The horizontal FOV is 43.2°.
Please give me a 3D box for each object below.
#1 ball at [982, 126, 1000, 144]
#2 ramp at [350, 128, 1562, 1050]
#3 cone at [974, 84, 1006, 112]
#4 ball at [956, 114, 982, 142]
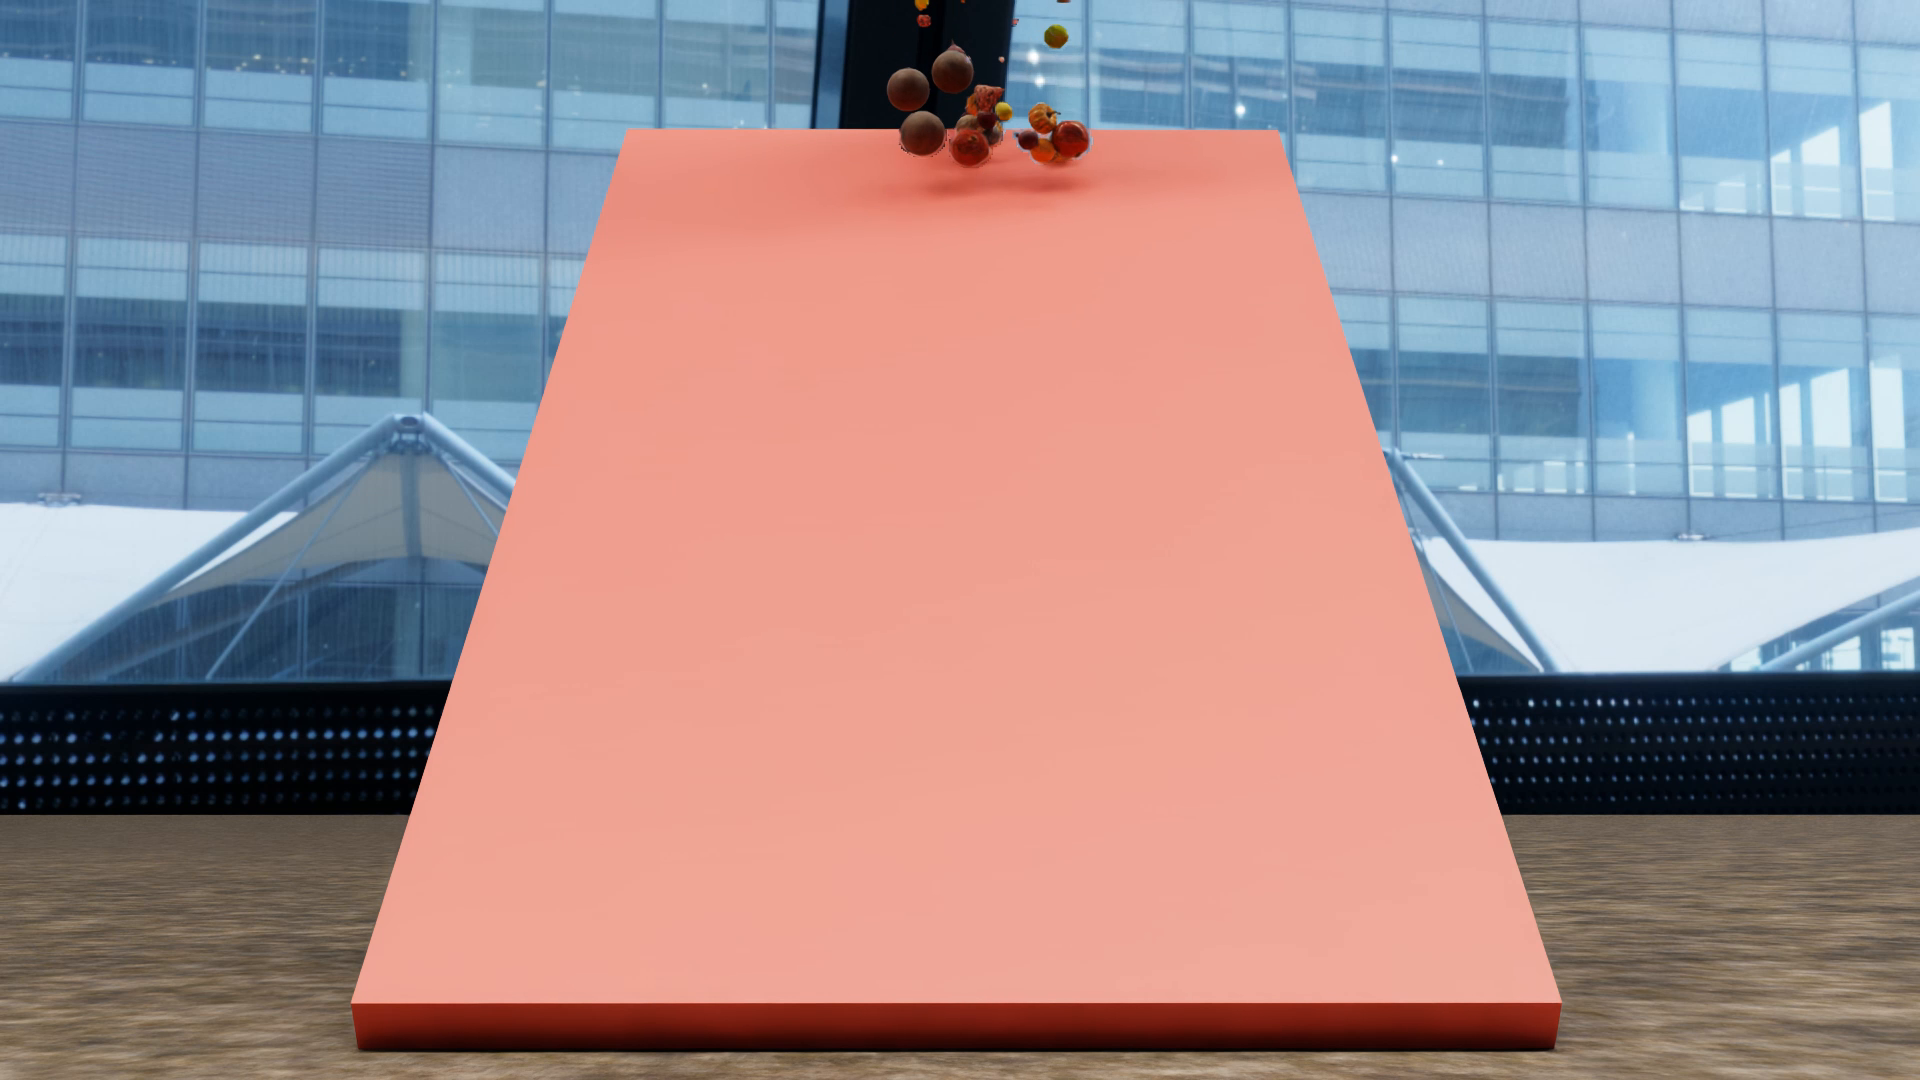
[{"bbox_3d":[0.094,-1.205,7.219,0.054,0.054,0.054,0,-6,0],"label":"ball"},{"bbox_3d":[-0.013,-0.206,5.749,2.000,0.100,4.000,0,30,0],"label":"ramp"},{"bbox_3d":[0.102,-1.312,7.119,0.087,0.087,0.087,-17,-16,39],"label":"cone"},{"bbox_3d":[0.026,-1.229,7.231,0.079,0.079,0.079,0,-6,0],"label":"ball"}]
